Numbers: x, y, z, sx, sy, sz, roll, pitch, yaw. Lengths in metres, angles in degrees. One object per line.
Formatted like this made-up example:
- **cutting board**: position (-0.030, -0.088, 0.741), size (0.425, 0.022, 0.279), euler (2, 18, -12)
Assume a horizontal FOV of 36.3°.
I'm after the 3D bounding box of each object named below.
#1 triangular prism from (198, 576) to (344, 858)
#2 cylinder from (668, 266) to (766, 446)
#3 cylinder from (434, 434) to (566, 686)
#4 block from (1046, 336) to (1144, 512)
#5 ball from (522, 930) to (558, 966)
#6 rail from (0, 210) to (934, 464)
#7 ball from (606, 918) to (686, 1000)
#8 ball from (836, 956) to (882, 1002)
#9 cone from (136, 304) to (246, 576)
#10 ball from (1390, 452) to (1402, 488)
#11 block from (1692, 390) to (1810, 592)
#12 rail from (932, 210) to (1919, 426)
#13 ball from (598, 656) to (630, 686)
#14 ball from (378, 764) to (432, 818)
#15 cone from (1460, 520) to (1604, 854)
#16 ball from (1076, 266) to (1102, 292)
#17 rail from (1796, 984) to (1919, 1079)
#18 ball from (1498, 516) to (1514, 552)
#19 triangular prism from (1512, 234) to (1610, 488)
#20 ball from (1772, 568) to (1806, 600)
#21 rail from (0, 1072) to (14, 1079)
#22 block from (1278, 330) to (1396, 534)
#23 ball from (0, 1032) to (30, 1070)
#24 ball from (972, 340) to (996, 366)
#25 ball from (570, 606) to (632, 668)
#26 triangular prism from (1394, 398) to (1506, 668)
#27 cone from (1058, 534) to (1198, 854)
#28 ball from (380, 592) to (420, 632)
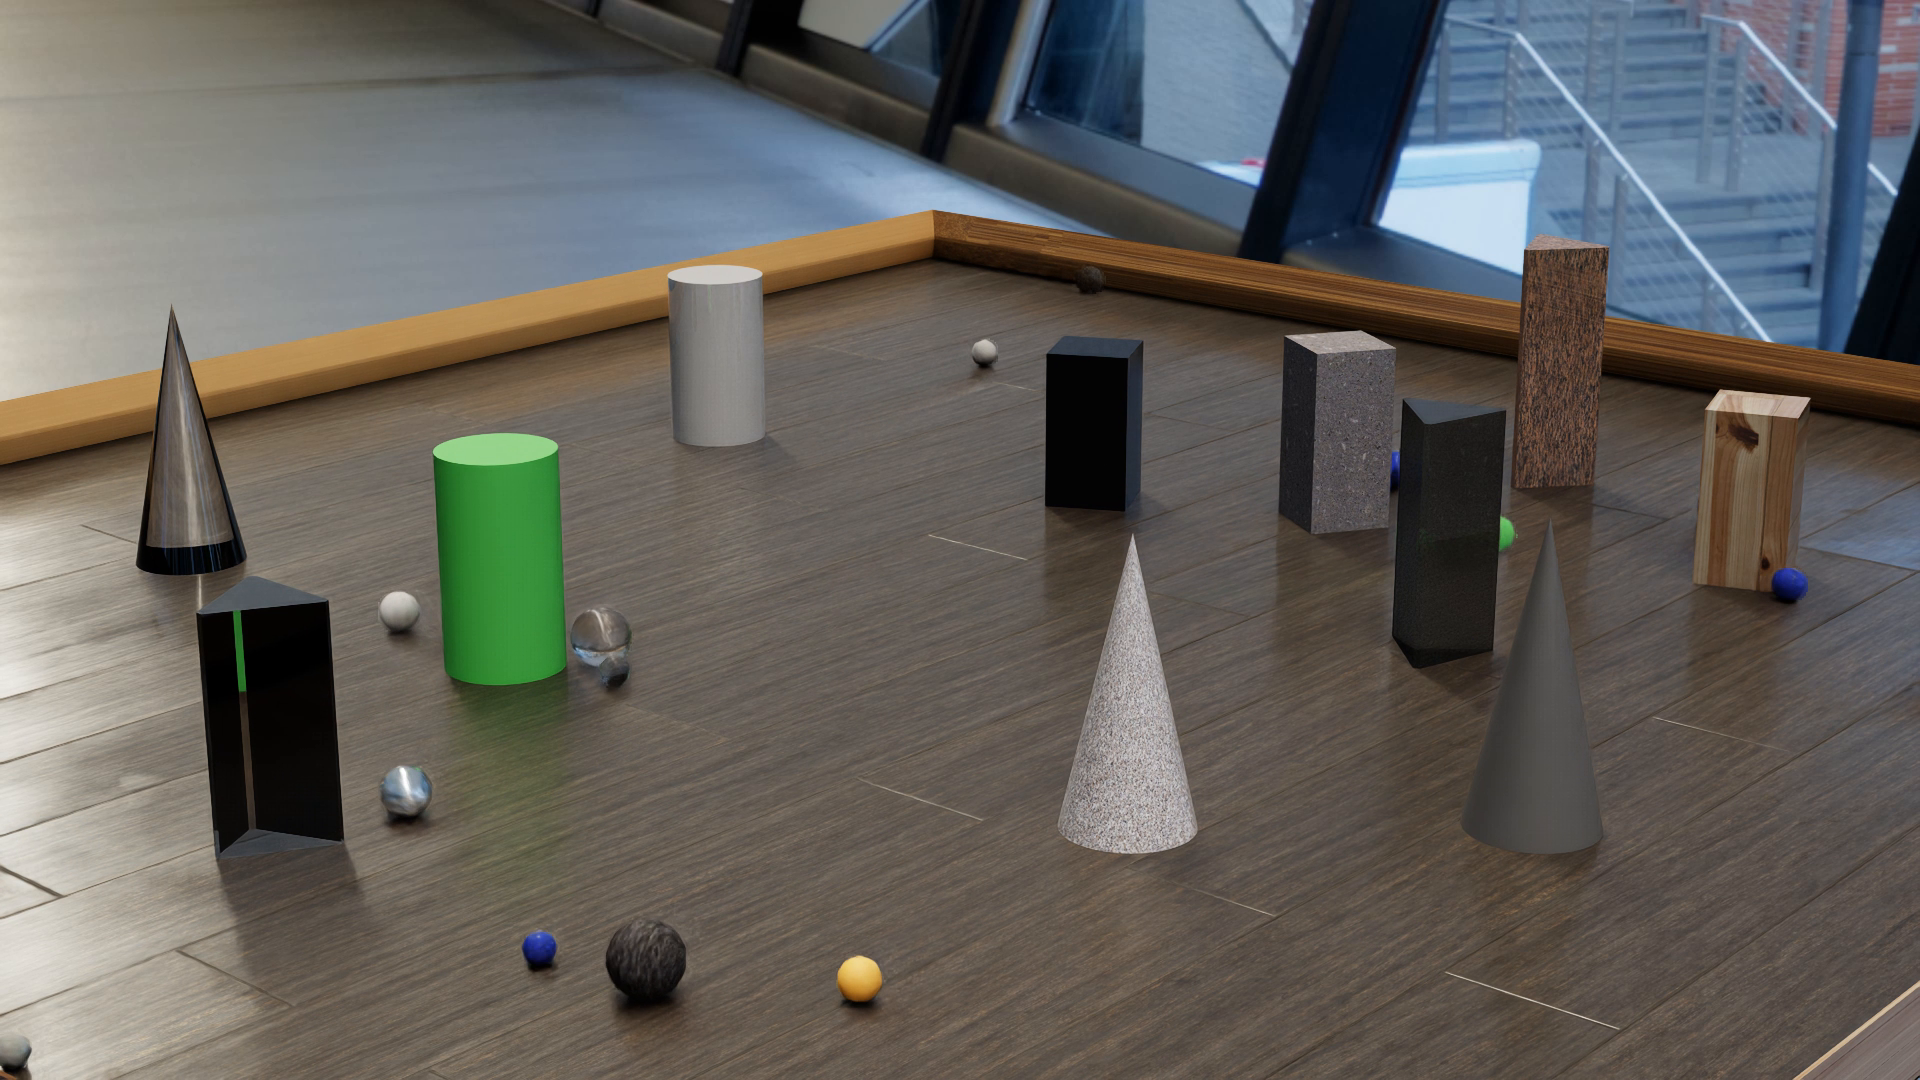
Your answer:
- **triangular prism**: position (-0.959, 0.238, 4.050), size (0.171, 0.352, 0.148), euler (-6, 18, -18)
- **cylinder**: position (-0.509, -0.387, 6.141), size (0.197, 0.344, 0.197), euler (0, 17, 0)
- **cylinder**: position (-0.740, 0.029, 4.725), size (0.197, 0.364, 0.197), euler (0, 17, 0)
- **block**: position (0.260, -0.227, 5.681), size (0.158, 0.302, 0.158), euler (4, 17, 14)
- **ball**: position (-0.528, 0.512, 3.679), size (0.043, 0.043, 0.043), euler (0, 17, 0)
- **rail**: position (-1.519, -0.348, 6.383), size (0.045, 0.128, 4.462), euler (14, 22, 39)
- **ball**: position (-0.383, 0.512, 3.583), size (0.098, 0.098, 0.098), euler (0, 17, 0)
- **ball**: position (-0.123, 0.536, 3.577), size (0.056, 0.056, 0.056), euler (0, 17, 0)
- **cone**: position (-1.398, -0.193, 5.268), size (0.197, 0.476, 0.197), euler (0, 17, 0)
- **ball**: position (0.859, -0.140, 5.794), size (0.071, 0.071, 0.071), euler (0, 17, 0)
- **block**: position (1.402, -0.088, 5.193), size (0.158, 0.317, 0.158), euler (7, 18, 22)
- **rail**: position (1.447, -0.449, 6.716), size (4.071, 0.128, 0.045), euler (14, 22, 39)
- **ball**: position (-0.551, 0.209, 4.672), size (0.050, 0.050, 0.050), euler (0, 17, 0)
- **ball**: position (-0.783, 0.355, 4.144), size (0.075, 0.075, 0.075), euler (0, 17, 0)
- **cone**: position (0.803, 0.184, 4.052), size (0.197, 0.455, 0.197), euler (0, 17, 0)
- **ball**: position (0.333, -0.672, 7.561), size (0.070, 0.070, 0.070), euler (0, 17, 0)
- **rail**: position (1.519, 0.413, 3.857), size (0.045, 0.128, 4.462), euler (14, 22, 39)
- **ball**: position (0.985, -0.012, 5.379), size (0.065, 0.065, 0.065), euler (0, 17, 0)
- **triangular prism**: position (1.163, -0.357, 5.809), size (0.171, 0.477, 0.148), euler (-3, 17, -9)
- **ball**: position (1.441, 0.076, 5.098), size (0.058, 0.058, 0.058), euler (0, 17, 0)
- **rail**: position (-1.447, 0.513, 3.524), size (4.071, 0.128, 0.045), euler (14, 22, 39)
- **block**: position (0.710, -0.205, 5.532), size (0.158, 0.346, 0.158), euler (-5, 17, -16)
- **ball**: position (-1.102, 0.594, 3.409), size (0.042, 0.042, 0.042), euler (0, 17, 0)
- **ball**: position (0.055, -0.433, 6.790), size (0.058, 0.058, 0.058), euler (0, 17, 0)
- **ball**: position (-0.583, 0.158, 4.758), size (0.099, 0.099, 0.099), euler (0, 17, 0)
- **triangular prism**: position (0.770, -0.019, 4.805), size (0.171, 0.410, 0.148), euler (-11, 20, -32)
- **cone**: position (0.235, 0.196, 4.056), size (0.197, 0.430, 0.197), euler (0, 17, 0)
- **ball**: position (-0.944, 0.120, 4.938), size (0.067, 0.067, 0.067), euler (0, 17, 0)
